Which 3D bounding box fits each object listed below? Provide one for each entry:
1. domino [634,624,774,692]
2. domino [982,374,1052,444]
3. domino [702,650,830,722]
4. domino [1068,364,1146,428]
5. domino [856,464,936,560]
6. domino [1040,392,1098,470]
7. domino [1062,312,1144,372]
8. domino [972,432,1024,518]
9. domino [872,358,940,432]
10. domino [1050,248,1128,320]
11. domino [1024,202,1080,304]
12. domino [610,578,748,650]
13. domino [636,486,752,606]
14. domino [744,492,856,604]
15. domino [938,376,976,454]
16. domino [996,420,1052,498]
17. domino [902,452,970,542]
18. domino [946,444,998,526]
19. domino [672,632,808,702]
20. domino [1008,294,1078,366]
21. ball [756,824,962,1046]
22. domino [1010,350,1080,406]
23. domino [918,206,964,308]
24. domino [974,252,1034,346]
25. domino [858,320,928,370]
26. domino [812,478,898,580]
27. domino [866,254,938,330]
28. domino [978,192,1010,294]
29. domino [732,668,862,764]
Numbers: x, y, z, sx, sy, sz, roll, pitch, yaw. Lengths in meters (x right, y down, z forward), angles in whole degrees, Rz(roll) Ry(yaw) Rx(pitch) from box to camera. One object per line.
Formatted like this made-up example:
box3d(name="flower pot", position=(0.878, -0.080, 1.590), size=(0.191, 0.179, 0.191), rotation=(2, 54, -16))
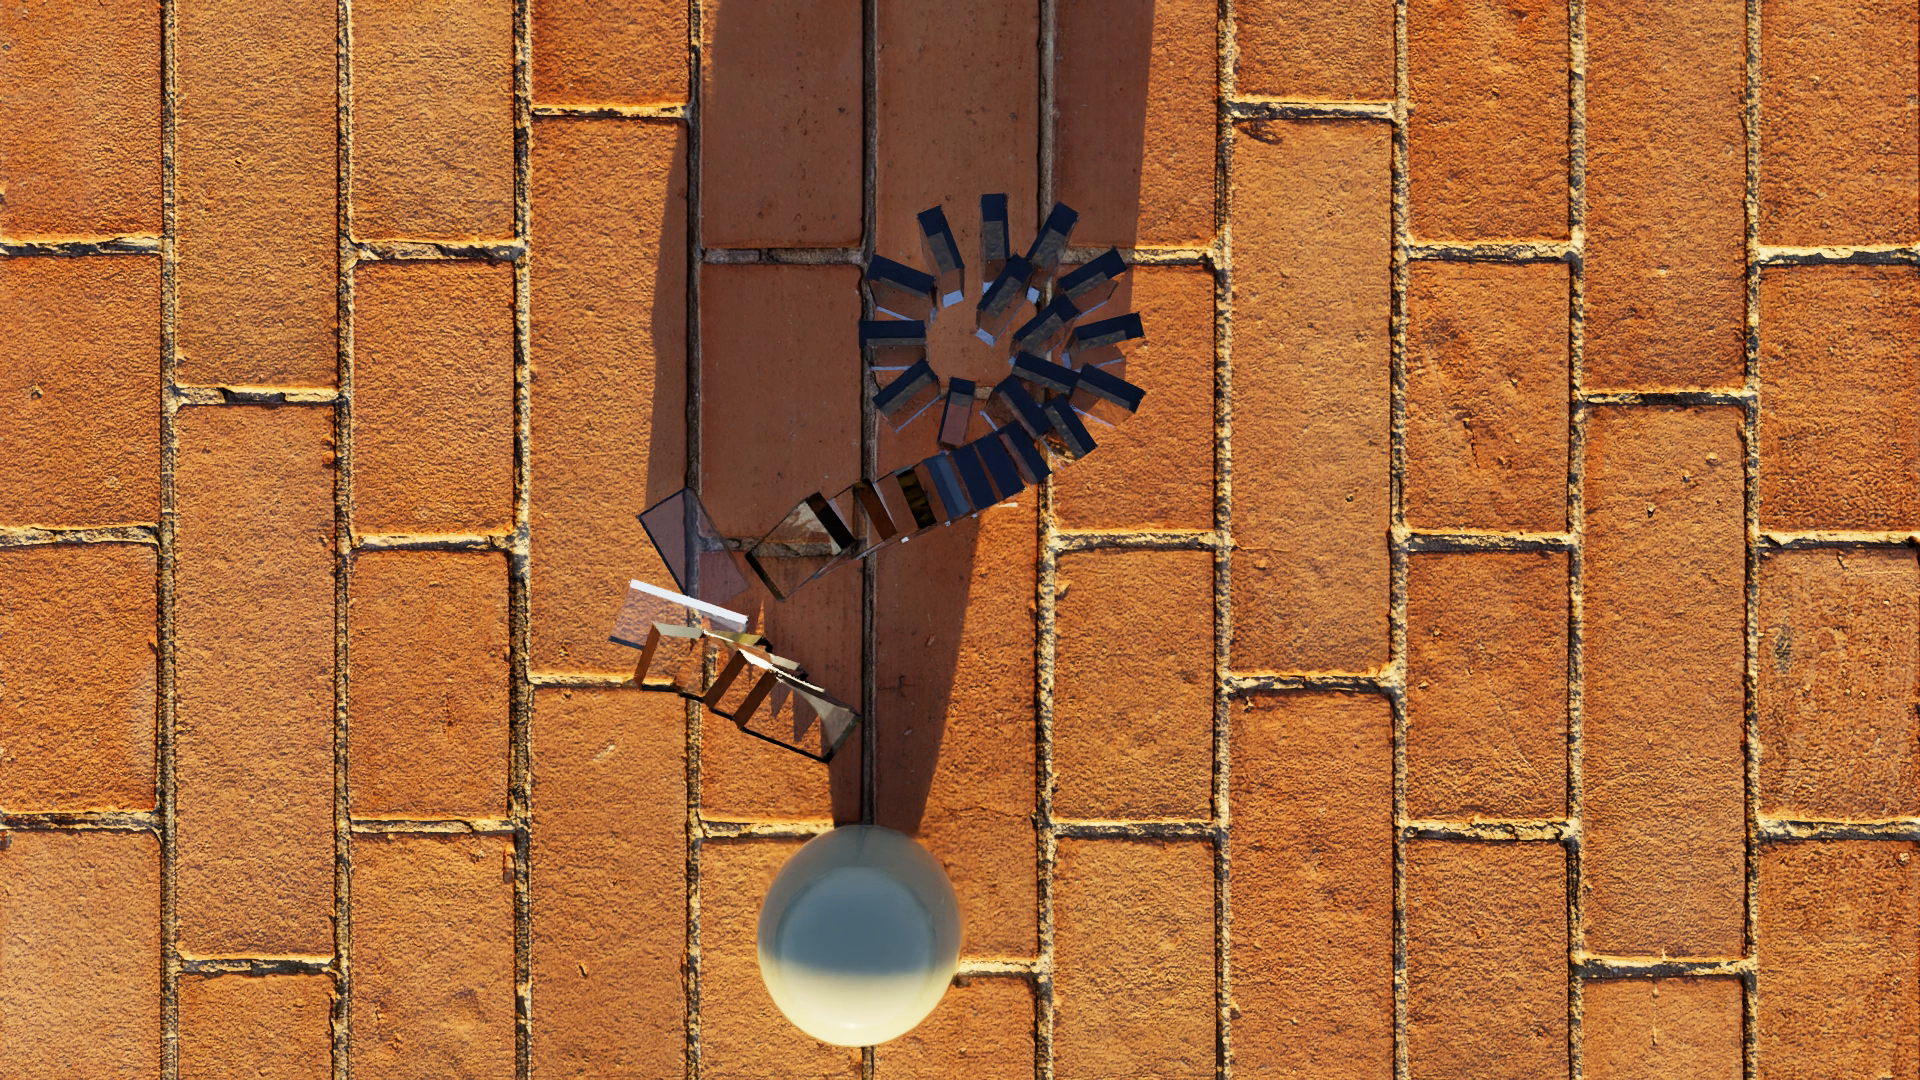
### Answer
box3d(name="domino", position=(-0.105, 0.050, 0.376), size=(0.050, 0.010, 0.025), rotation=(13, 106, -41))
box3d(name="domino", position=(0.022, -0.050, 0.375), size=(0.009, 0.050, 0.025), rotation=(-38, 90, -5))
box3d(name="domino", position=(-0.078, 0.066, 0.379), size=(0.025, 0.010, 0.050), rotation=(-54, 133, 0))
box3d(name="domino", position=(0.058, -0.058, 0.375), size=(0.025, 0.050, 0.010), rotation=(25, 90, 0))
box3d(name="domino", position=(-0.032, -0.011, 0.378), size=(0.010, 0.050, 0.025), rotation=(-24, 90, -39))
box3d(name="domino", position=(0.042, -0.043, 0.375), size=(0.010, 0.050, 0.025), rotation=(-34, 90, 0))
box3d(name="domino", position=(0.057, -0.080, 0.375), size=(0.025, 0.050, 0.009), rotation=(-14, 90, 0))
box3d(name="domino", position=(0.009, -0.026, 0.375), size=(0.010, 0.050, 0.025), rotation=(-29, 90, -15))
box3d(name="domino", position=(-0.021, -0.058, 0.375), size=(0.025, 0.050, 0.010), rotation=(-39, 90, 0))
box3d(name="domino", position=(0.051, -0.102, 0.375), size=(0.025, 0.050, 0.009), rotation=(-29, 90, 0))
box3d(name="domino", position=(0.035, -0.116, 0.375), size=(0.009, 0.050, 0.025), rotation=(30, 90, 0))
box3d(name="domino", position=(-0.118, 0.037, 0.385), size=(0.050, 0.009, 0.025), rotation=(21, 101, -20))
box3d(name="domino", position=(-0.114, 0.005, 0.395), size=(0.025, 0.010, 0.050), rotation=(-31, 90, 0))
box3d(name="domino", position=(-0.067, 0.004, 0.381), size=(0.050, 0.009, 0.025), rotation=(-37, 90, 39))
box3d(name="domino", position=(-0.002, -0.049, 0.375), size=(0.009, 0.050, 0.025), rotation=(12, 89, 0))
box3d(name="domino", position=(0.023, -0.032, 0.375), size=(0.009, 0.050, 0.025), rotation=(-33, 90, -5))
box3d(name="domino", position=(-0.015, -0.017, 0.376), size=(0.009, 0.050, 0.025), rotation=(-24, 90, -27))
box3d(name="domino", position=(-0.001, -0.022, 0.375), size=(0.010, 0.050, 0.025), rotation=(-24, 91, -15))
box3d(name="domino", position=(-0.090, 0.057, 0.379), size=(0.050, 0.010, 0.025), rotation=(29, 95, -43))
box3d(name="domino", position=(0.033, -0.083, 0.375), size=(0.025, 0.050, 0.010), rotation=(-40, 90, 0))
box3d(name="ball", position=(-0.039, 0.153, 0.360), size=(0.080, 0.080, 0.080), rotation=(0, 90, 0))
box3d(name="domino", position=(0.033, -0.064, 0.375), size=(0.025, 0.050, 0.010), rotation=(21, 90, 0))
box3d(name="domino", position=(-0.007, -0.115, 0.375), size=(0.010, 0.050, 0.025), rotation=(-22, 90, 0))
box3d(name="domino", position=(0.018, -0.097, 0.375), size=(0.009, 0.050, 0.025), rotation=(36, 90, 0))
box3d(name="domino", position=(-0.026, -0.079, 0.375), size=(0.025, 0.050, 0.010), rotation=(-1, 90, 0))
box3d(name="domino", position=(-0.050, -0.004, 0.380), size=(0.050, 0.009, 0.025), rotation=(-28, 90, 43))
box3d(name="domino", position=(-0.023, -0.101, 0.375), size=(0.025, 0.050, 0.009), rotation=(21, 90, 0))
box3d(name="domino", position=(0.014, -0.120, 0.375), size=(0.010, 0.050, 0.025), rotation=(-4, 90, 0))
box3d(name="domino", position=(-0.067, 0.074, 0.379), size=(0.025, 0.009, 0.050), rotation=(-54, 133, 0))
